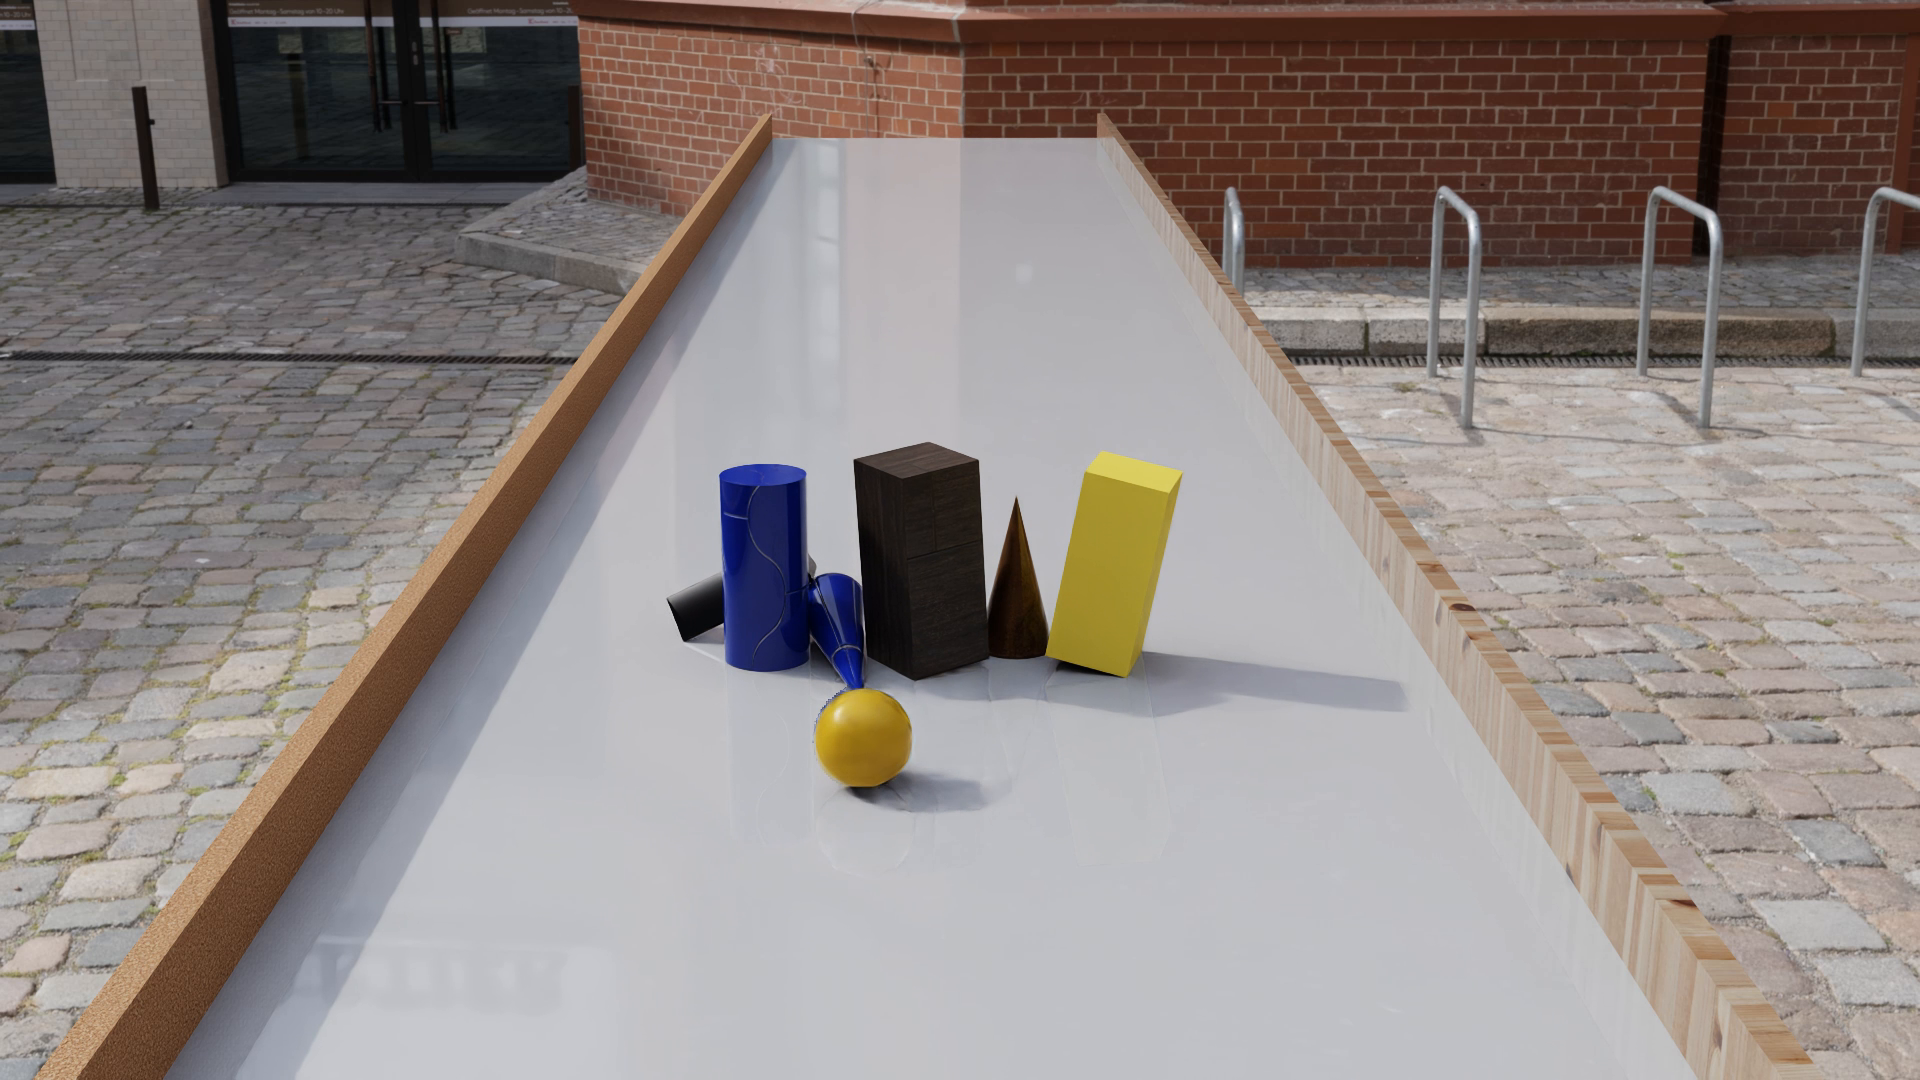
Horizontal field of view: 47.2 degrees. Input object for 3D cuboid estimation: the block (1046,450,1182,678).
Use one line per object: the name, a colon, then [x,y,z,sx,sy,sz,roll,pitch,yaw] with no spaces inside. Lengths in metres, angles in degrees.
block: [0.304,0.047,4.345,0.167,0.389,0.167,15,19,11]

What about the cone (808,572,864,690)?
cone: [-0.227,0.223,4.353,0.146,0.146,0.412,-3,27,-11]

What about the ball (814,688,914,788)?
ball: [-0.165,0.341,3.783,0.170,0.170,0.170,0,17,0]

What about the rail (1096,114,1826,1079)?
rail: [0.932,-0.844,7.801,0.050,0.150,12.000,0,17,-1]

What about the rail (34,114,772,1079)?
rail: [-1.118,-0.838,7.780,0.050,0.150,12.000,0,17,-1]

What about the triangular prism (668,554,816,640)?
triangular prism: [-0.453,0.093,4.535,0.300,0.087,0.100,-25,15,8]

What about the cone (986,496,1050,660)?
cone: [0.113,0.063,4.449,0.156,0.322,0.156,0,17,0]

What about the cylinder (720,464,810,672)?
cylinder: [-0.388,0.054,4.379,0.173,0.380,0.173,0,16,0]

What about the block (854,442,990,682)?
block: [-0.075,0.039,4.349,0.177,0.414,0.177,-15,22,-31]
